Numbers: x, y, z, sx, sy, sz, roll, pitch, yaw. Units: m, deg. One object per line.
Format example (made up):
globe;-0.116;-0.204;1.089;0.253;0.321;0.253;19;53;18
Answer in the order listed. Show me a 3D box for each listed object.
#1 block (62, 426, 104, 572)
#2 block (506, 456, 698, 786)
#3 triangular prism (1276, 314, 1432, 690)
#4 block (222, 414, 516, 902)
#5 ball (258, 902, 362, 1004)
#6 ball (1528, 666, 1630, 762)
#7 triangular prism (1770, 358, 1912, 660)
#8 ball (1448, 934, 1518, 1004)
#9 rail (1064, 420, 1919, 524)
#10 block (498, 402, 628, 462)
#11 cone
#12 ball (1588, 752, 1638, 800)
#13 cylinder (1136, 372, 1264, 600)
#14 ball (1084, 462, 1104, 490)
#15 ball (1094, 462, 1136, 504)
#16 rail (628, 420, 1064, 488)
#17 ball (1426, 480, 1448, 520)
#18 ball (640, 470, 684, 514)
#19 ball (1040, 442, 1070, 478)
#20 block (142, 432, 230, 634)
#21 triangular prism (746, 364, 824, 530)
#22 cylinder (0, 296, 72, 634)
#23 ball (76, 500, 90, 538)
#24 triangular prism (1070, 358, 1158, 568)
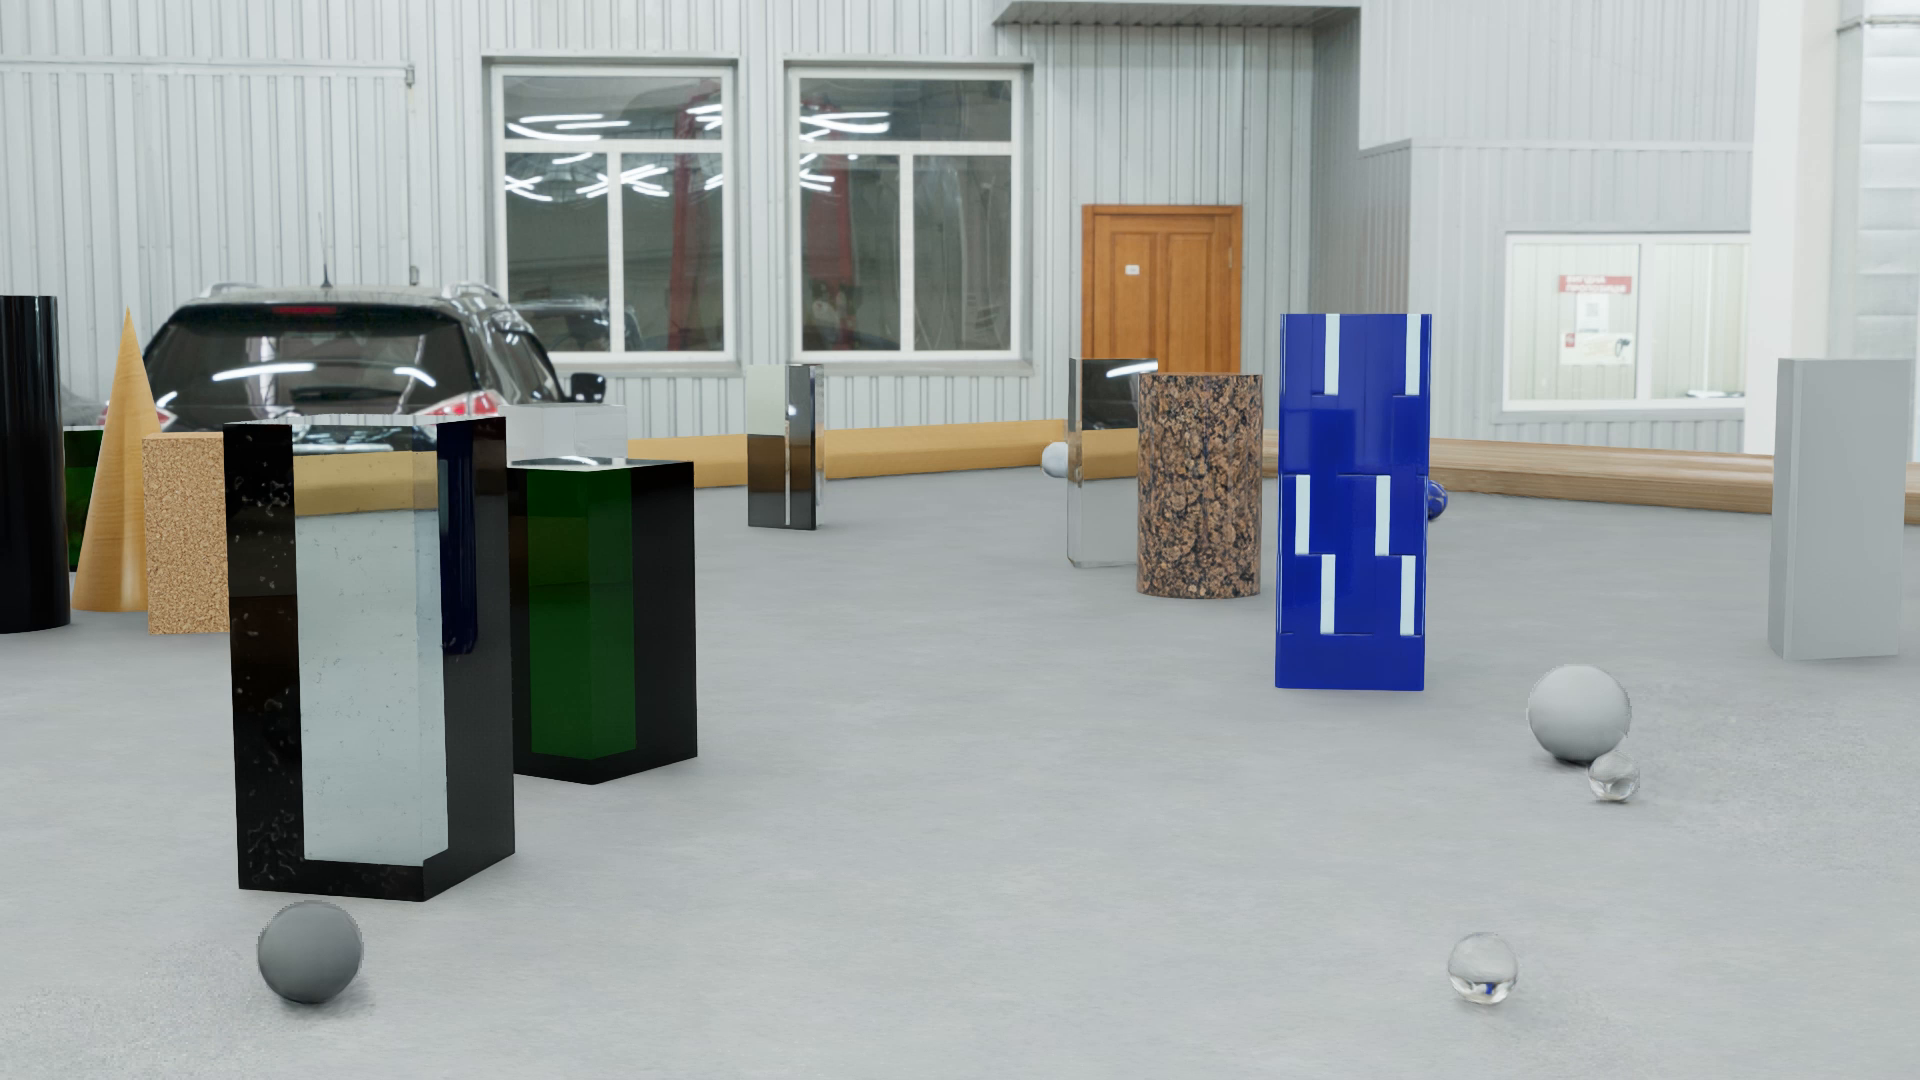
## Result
block;-1.489;-0.076;3.839;0.157;0.241;0.157;-4;7;-31
block;-0.371;0.072;2.158;0.157;0.296;0.157;4;7;32
triangular prism;0.468;-0.051;2.641;0.170;0.440;0.147;1;6;7
block;-0.461;0.085;1.734;0.157;0.359;0.157;2;6;14
ball;-0.419;0.266;1.418;0.064;0.064;0.064;0;6;0
ball;0.610;0.172;2.169;0.096;0.096;0.096;0;6;0
triangular prism;1.115;-0.046;2.881;0.170;0.381;0.147;-2;6;-17
ball;0.337;0.276;1.417;0.044;0.044;0.044;0;6;0
rail;1.688;-0.129;4.881;0.045;0.127;4.143;-5;8;-42
block;-0.667;-0.084;3.698;0.157;0.286;0.157;-5;8;-39
cone;-1.251;-0.129;3.329;0.196;0.454;0.196;0;6;0
ball;0.595;0.215;2.003;0.044;0.044;0.044;0;6;0
cylinder;0.379;-0.090;3.477;0.196;0.345;0.196;0;6;0
ball;0.343;-0.158;5.445;0.071;0.071;0.071;0;6;0
ball;0.359;-0.134;5.081;0.097;0.097;0.097;0;6;0
rail;-1.389;-0.123;4.829;4.640;0.127;0.045;-5;8;-42
ball;0.987;-0.085;4.658;0.089;0.089;0.089;0;6;0
ball;-0.654;-0.106;4.817;0.098;0.098;0.098;0;6;0
ball;0.263;-0.212;5.823;0.098;0.098;0.098;0;6;0
block;-1.060;-0.014;3.106;0.157;0.270;0.157;-2;6;-15
triangular prism;-0.327;-0.196;4.543;0.170;0.333;0.147;4;7;33
cylinder;-1.366;-0.110;3.094;0.196;0.464;0.196;0;6;0
ball;-1.623;-0.035;4.157;0.093;0.093;0.093;0;6;0
triangular prism;0.237;-0.142;3.899;0.170;0.360;0.147;-4;7;-32
